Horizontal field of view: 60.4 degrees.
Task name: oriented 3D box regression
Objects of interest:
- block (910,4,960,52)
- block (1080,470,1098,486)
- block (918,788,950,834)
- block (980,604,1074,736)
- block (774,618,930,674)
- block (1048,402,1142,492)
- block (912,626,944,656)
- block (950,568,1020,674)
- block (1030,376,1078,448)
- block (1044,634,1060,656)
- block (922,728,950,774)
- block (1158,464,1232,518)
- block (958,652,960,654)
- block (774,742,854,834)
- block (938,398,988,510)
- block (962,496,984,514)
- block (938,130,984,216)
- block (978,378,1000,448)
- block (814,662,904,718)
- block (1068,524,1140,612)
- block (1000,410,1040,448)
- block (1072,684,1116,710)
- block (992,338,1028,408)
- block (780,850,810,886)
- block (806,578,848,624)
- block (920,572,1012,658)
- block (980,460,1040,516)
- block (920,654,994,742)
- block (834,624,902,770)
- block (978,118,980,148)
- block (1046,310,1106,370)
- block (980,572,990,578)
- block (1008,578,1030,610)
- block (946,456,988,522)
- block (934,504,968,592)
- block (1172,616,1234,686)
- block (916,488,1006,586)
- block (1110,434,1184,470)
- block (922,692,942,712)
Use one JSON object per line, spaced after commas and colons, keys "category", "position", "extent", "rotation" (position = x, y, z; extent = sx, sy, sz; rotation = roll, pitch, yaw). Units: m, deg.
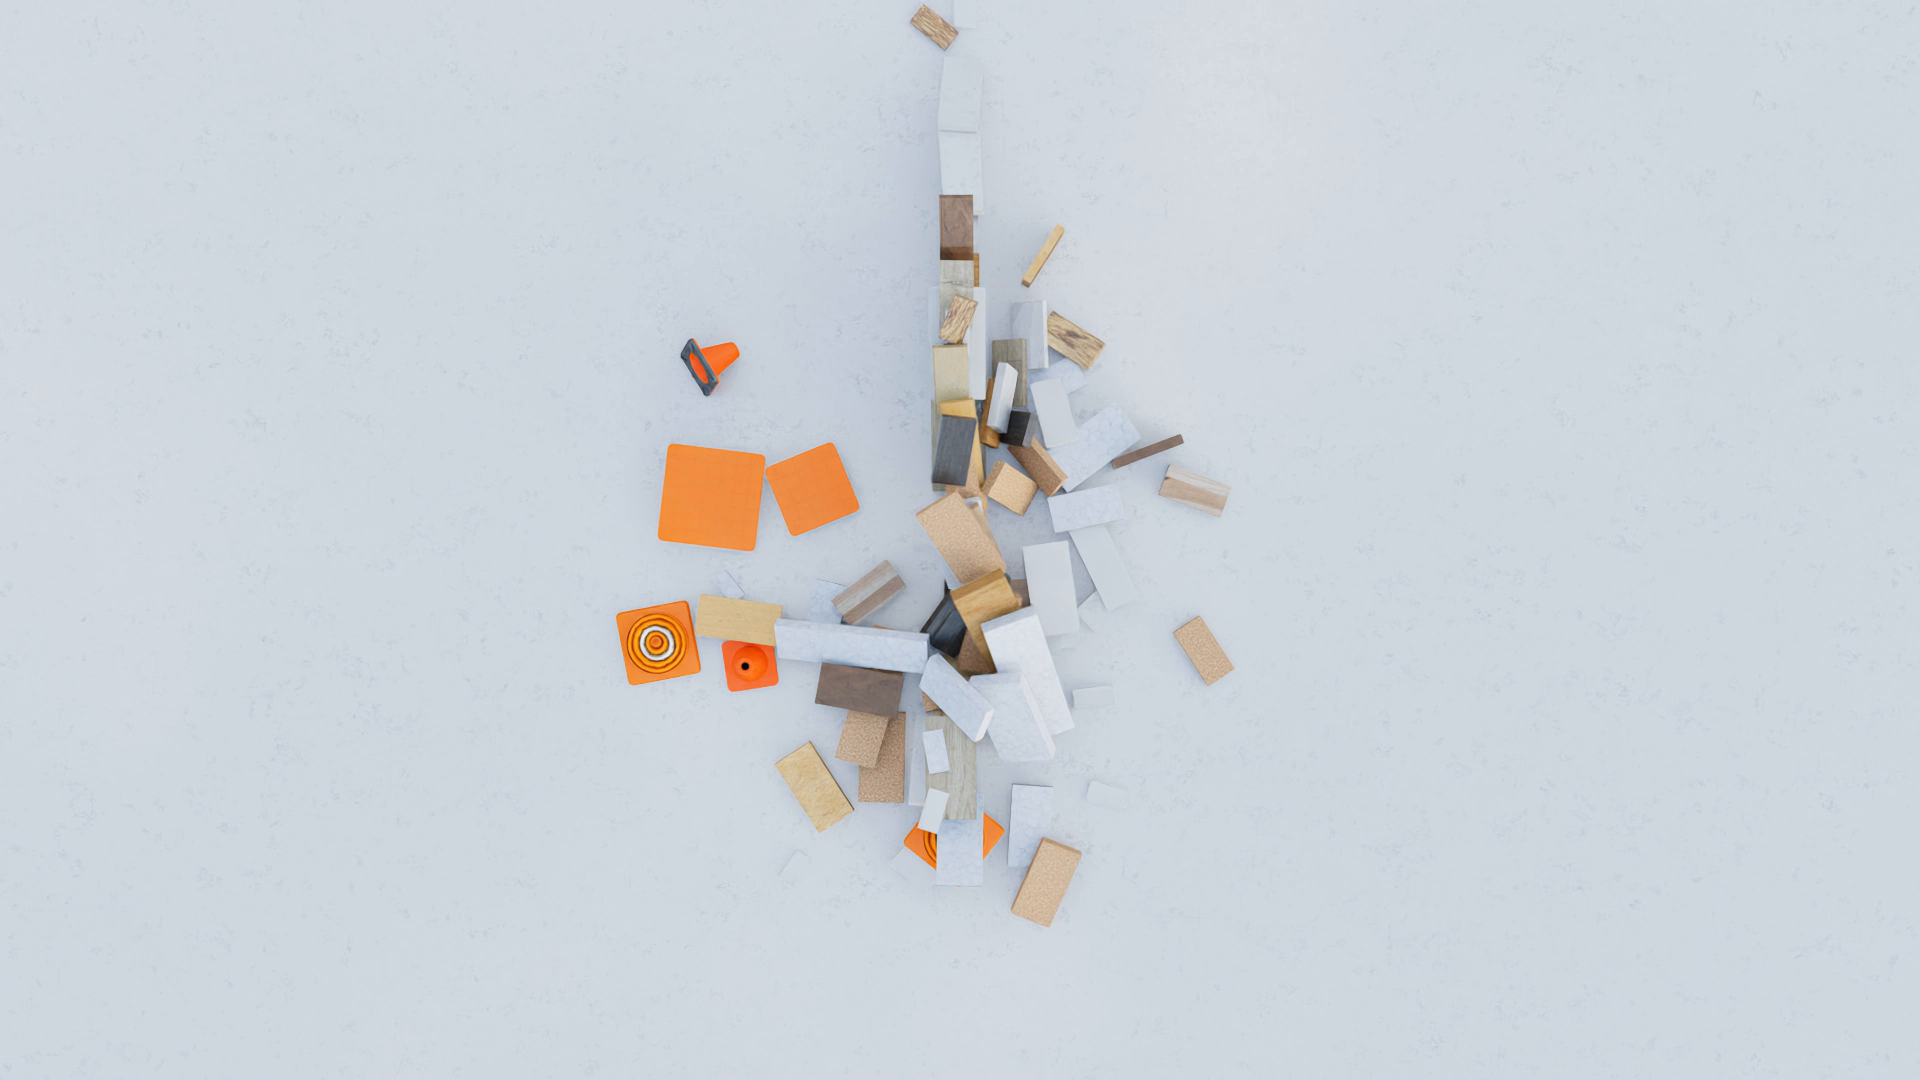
{"category": "block", "position": [-0.085, -1.706, 5.489], "extent": [0.150, 0.021, 0.075], "rotation": [38, 90, 0]}
{"category": "block", "position": [0.447, -0.295, 5.485], "extent": [0.218, 0.031, 0.109], "rotation": [-42, 90, 0]}
{"category": "block", "position": [-0.084, 0.864, 5.265], "extent": [0.066, 0.019, 0.132], "rotation": [17, 80, 3]}
{"category": "block", "position": [0.222, 0.443, 5.331], "extent": [0.177, 0.050, 0.509], "rotation": [-20, 126, 0]}
{"category": "block", "position": [-0.350, 0.347, 5.394], "extent": [0.511, 0.039, 0.138], "rotation": [5, 127, 10]}
{"category": "block", "position": [0.432, -0.307, 5.448], "extent": [0.306, 0.042, 0.149], "rotation": [-36, 90, 0]}
{"category": "block", "position": [-0.111, 0.345, 5.441], "extent": [0.129, 0.018, 0.064], "rotation": [35, 76, 8]}
{"category": "block", "position": [0.117, 0.264, 5.252], "extent": [0.177, 0.050, 0.355], "rotation": [-26, 128, 1]}
{"category": "block", "position": [0.311, -0.421, 5.429], "extent": [0.109, 0.031, 0.219], "rotation": [-15, 79, 4]}
{"category": "block", "position": [0.286, 0.245, 5.443], "extent": [0.093, 0.026, 0.275], "rotation": [2, 87, 0]}
{"category": "block", "position": [-0.077, 0.679, 5.299], "extent": [0.067, 0.019, 0.134], "rotation": [-10, 80, -2]}
{"category": "block", "position": [0.780, -0.163, 5.485], "extent": [0.218, 0.031, 0.109], "rotation": [20, 90, 0]}
{"category": "block", "position": [0.013, 0.311, 5.453], "extent": [0.064, 0.018, 0.129], "rotation": [31, 76, 9]}
{"category": "block", "position": [-0.483, 0.821, 5.481], "extent": [0.137, 0.039, 0.274], "rotation": [-33, 90, 0]}
{"category": "block", "position": [0.011, -0.268, 5.304], "extent": [0.110, 0.031, 0.372], "rotation": [-9, 110, -4]}
{"category": "block", "position": [0.027, -0.036, 5.321], "extent": [0.103, 0.029, 0.207], "rotation": [-9, 119, -4]}
{"category": "block", "position": [0.002, -1.212, 5.404], "extent": [0.130, 0.037, 0.305], "rotation": [-4, 78, -1]}
{"category": "block", "position": [0.110, -0.412, 5.395], "extent": [0.030, 0.105, 0.211], "rotation": [7, 85, 24]}
{"category": "block", "position": [-0.329, 0.493, 5.411], "extent": [0.274, 0.039, 0.137], "rotation": [10, 82, 1]}
{"category": "block", "position": [0.460, 0.047, 5.462], "extent": [0.115, 0.033, 0.370], "rotation": [-25, 83, 0]}
{"category": "block", "position": [0.179, -0.366, 5.396], "extent": [0.031, 0.219, 0.109], "rotation": [15, 90, -27]}
{"category": "block", "position": [0.445, 0.523, 5.491], "extent": [0.134, 0.019, 0.067], "rotation": [-8, 90, 0]}
{"category": "block", "position": [0.164, -0.552, 5.460], "extent": [0.111, 0.031, 0.222], "rotation": [-1, 90, 27]}
{"category": "block", "position": [-0.550, 1.091, 5.492], "extent": [0.054, 0.015, 0.108], "rotation": [35, 90, 0]}
{"category": "block", "position": [-0.450, 0.254, 5.484], "extent": [0.115, 0.033, 0.230], "rotation": [14, 90, 0]}
{"category": "block", "position": [0.015, 0.217, 5.356], "extent": [0.139, 0.039, 0.326], "rotation": [31, 102, -21]}
{"category": "block", "position": [0.166, -0.168, 5.394], "extent": [0.034, 0.237, 0.118], "rotation": [29, 90, 36]}
{"category": "block", "position": [-0.012, 0.504, 5.289], "extent": [0.275, 0.039, 0.138], "rotation": [43, 134, 27]}
{"category": "block", "position": [-0.283, 0.518, 5.446], "extent": [0.135, 0.038, 0.456], "rotation": [16, 82, 2]}
{"category": "block", "position": [0.003, -1.271, 5.454], "extent": [0.130, 0.037, 0.259], "rotation": [0, 78, 0]}
{"category": "block", "position": [0.366, -0.659, 5.459], "extent": [0.211, 0.030, 0.105], "rotation": [34, 90, 15]}
{"category": "block", "position": [0.095, 0.214, 5.260], "extent": [0.105, 0.030, 0.234], "rotation": [-26, 128, 1]}
{"category": "block", "position": [0.239, 0.196, 5.481], "extent": [0.270, 0.038, 0.135], "rotation": [-3, 90, 0]}
{"category": "block", "position": [0.010, -0.163, 5.304], "extent": [0.104, 0.029, 0.325], "rotation": [-15, 113, -1]}
{"category": "block", "position": [-0.001, 0.037, 5.253], "extent": [0.139, 0.039, 0.278], "rotation": [-18, 105, 3]}
{"category": "block", "position": [0.811, 0.368, 5.485], "extent": [0.105, 0.030, 0.211], "rotation": [-33, 90, 0]}
{"category": "block", "position": [0.005, 0.004, 5.202], "extent": [0.149, 0.042, 0.299], "rotation": [-32, 104, 6]}
{"category": "block", "position": [0.616, -0.290, 5.441], "extent": [0.237, 0.118, 0.034], "rotation": [-21, 90, 0]}
{"category": "block", "position": [-0.054, 0.517, 5.391], "extent": [0.132, 0.019, 0.066], "rotation": [-12, 74, -4]}
